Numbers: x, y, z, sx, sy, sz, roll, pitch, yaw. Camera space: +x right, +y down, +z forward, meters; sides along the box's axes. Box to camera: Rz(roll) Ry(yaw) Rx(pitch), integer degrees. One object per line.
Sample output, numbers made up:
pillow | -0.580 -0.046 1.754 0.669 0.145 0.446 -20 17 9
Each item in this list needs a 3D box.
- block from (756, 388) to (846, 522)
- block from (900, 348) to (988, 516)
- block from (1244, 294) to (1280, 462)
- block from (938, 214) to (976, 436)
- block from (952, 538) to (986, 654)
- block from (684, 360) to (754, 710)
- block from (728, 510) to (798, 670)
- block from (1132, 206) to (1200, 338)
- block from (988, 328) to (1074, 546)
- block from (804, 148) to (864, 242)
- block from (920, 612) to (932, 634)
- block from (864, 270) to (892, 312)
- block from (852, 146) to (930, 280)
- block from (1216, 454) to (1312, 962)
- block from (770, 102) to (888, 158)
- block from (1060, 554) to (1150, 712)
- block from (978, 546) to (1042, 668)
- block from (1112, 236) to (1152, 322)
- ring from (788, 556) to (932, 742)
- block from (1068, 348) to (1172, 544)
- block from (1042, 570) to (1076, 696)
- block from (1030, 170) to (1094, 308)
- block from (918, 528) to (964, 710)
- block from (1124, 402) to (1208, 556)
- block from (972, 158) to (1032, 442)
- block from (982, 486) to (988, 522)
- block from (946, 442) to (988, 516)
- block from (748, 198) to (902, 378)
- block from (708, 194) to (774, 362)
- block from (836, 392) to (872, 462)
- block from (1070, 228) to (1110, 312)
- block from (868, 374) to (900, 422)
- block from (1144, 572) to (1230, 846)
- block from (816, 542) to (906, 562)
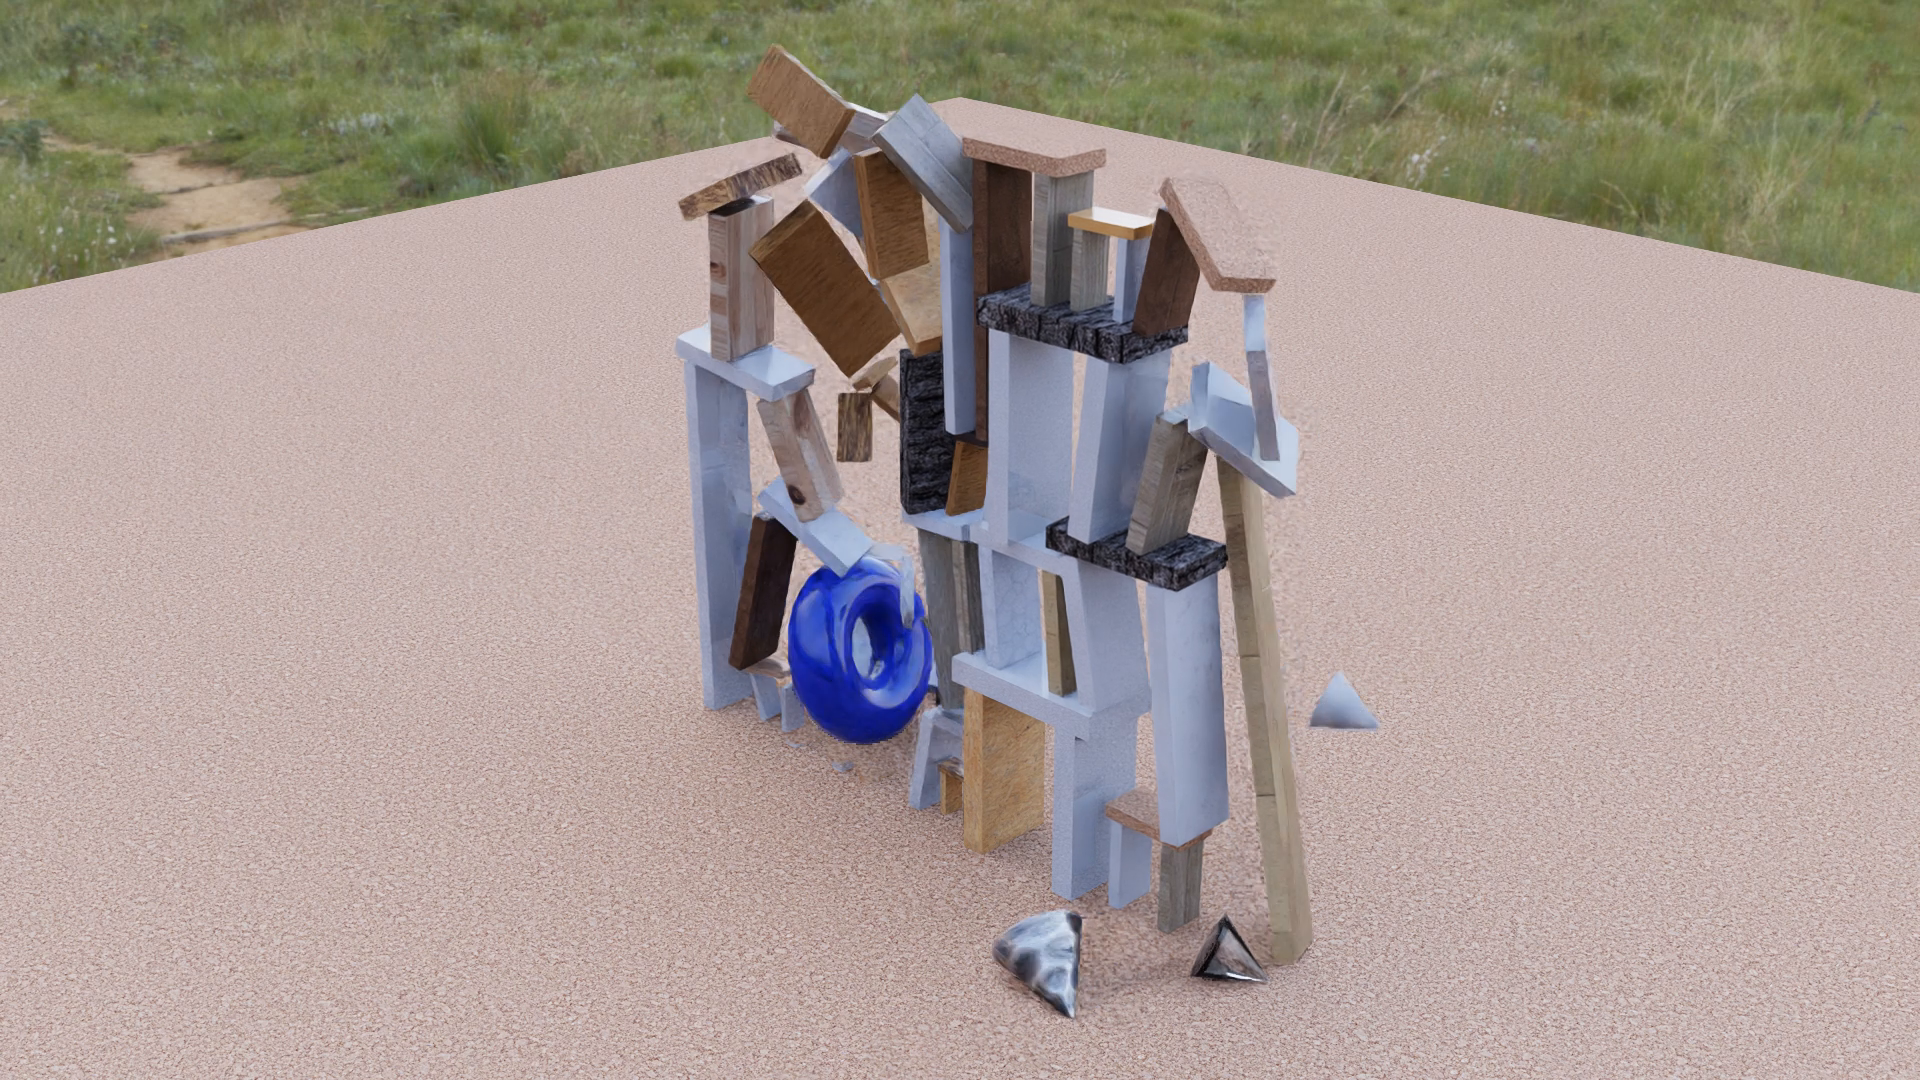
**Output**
block | -0.330 -0.187 4.584 0.038 0.269 0.135 -8 20 32
block | -0.027 -0.216 4.194 0.167 0.335 0.047 -10 33 -17
block | 0.496 -0.262 3.612 0.031 0.315 0.111 -4 58 11
block | 0.024 -0.409 4.024 0.115 0.427 0.033 -15 26 -30
block | 0.042 0.093 4.222 0.112 0.223 0.032 -20 24 -41
block | -0.513 -0.016 4.773 0.135 0.801 0.038 -21 30 -41
block | -0.419 0.097 4.740 0.035 0.376 0.122 29 32 27
block | 0.354 -0.453 3.648 0.111 0.222 0.031 -21 43 -40
block | 0.129 -0.205 3.990 0.049 0.404 0.171 21 31 40
block | -0.183 -0.618 4.008 0.207 0.103 0.029 35 15 -47
block | -0.014 0.188 4.418 0.066 0.132 0.019 -42 14 -12
block | 0.006 -0.404 4.492 0.167 0.577 0.047 -32 50 4
block | -0.123 -0.596 3.965 0.115 0.230 0.033 -25 30 -33
block | 0.538 0.248 3.916 0.037 0.999 0.131 -5 7 23
block | -0.239 -0.770 4.098 0.207 0.104 0.029 13 28 -36
block | 0.264 0.150 3.998 0.146 0.292 0.041 -21 20 -41
block | 0.096 0.111 4.159 0.120 0.239 0.034 -21 25 -41
block | 0.294 -0.447 3.722 0.021 0.146 0.073 23 32 39
ring | -0.211 0.231 4.715 0.135 0.404 0.404 -7 15 38
block | 0.279 -0.177 3.843 0.049 0.343 0.171 27 35 36
block | 0.210 0.154 4.056 0.120 0.239 0.034 -21 26 -41
block | 0.177 -0.530 3.813 0.033 0.232 0.116 22 32 39
block | -0.004 0.145 4.321 0.112 0.367 0.032 -8 0 -6
block | 0.365 -0.109 3.789 0.037 0.262 0.131 32 37 31
block | 0.079 -0.438 3.963 0.116 0.518 0.033 -21 29 -40
block | 0.084 -0.109 4.093 0.073 0.146 0.021 -21 41 -40
block | 0.018 -0.123 4.172 0.073 0.164 0.021 -17 45 -29
block | -0.264 -0.499 4.421 0.155 0.448 0.044 -41 56 -2
block | -0.445 -0.535 4.497 0.044 0.310 0.155 18 31 29
block | -0.225 -0.241 4.709 0.074 0.148 0.021 -2 6 -32
block | 0.224 -0.472 3.785 0.021 0.146 0.073 23 32 39
block | -0.078 -0.248 4.676 0.265 0.021 0.074 39 43 -16
block | 0.406 0.293 3.911 0.146 0.488 0.041 -21 24 -41
block | -0.216 0.028 4.870 0.122 0.035 0.245 -1 -3 17
